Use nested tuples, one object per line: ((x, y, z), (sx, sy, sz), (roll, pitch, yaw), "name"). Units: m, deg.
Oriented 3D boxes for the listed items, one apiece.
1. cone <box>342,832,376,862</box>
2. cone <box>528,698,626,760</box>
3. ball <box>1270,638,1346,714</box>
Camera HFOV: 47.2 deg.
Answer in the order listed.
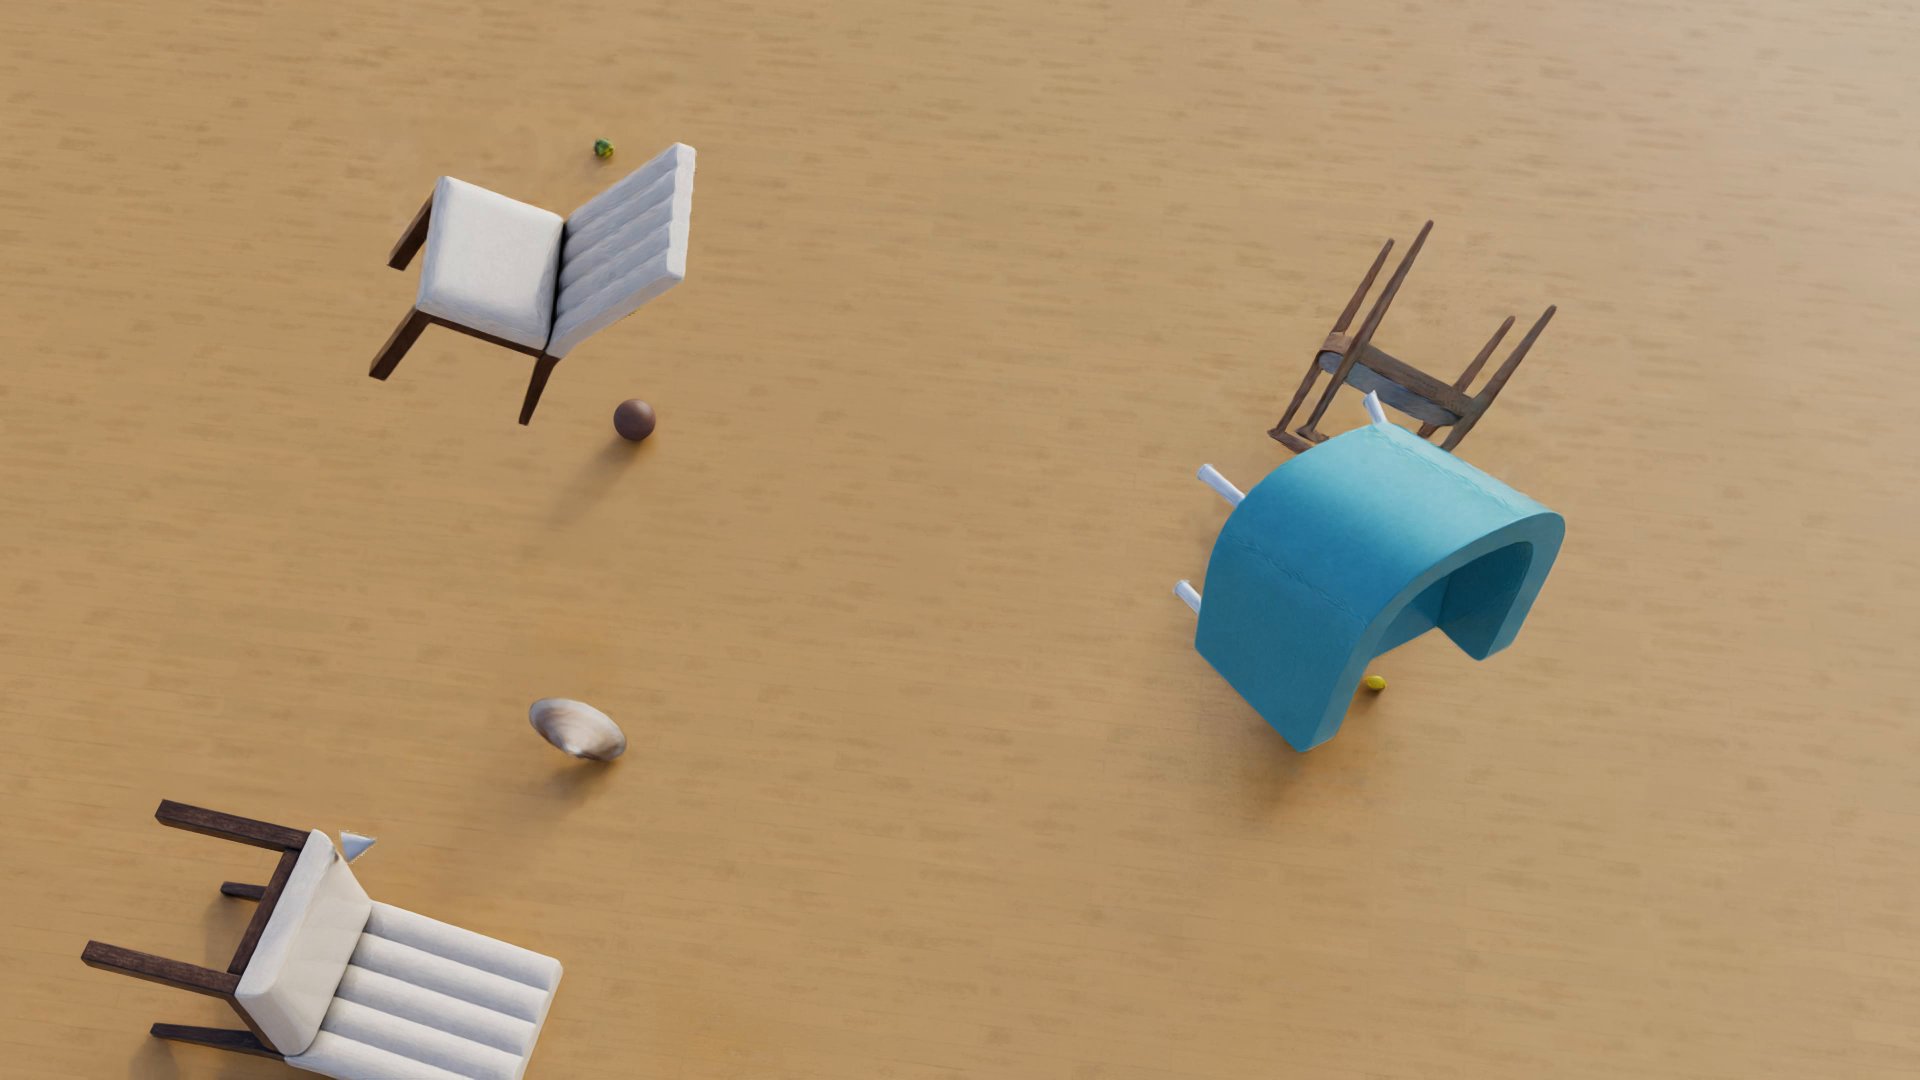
((-1.489, 0.754, 5.467), (0.078, 0.052, 0.079), (-13, 101, -6), "cone")
((-1.061, 0.556, 6.046), (0.290, 0.161, 0.163), (26, 18, -11), "cone")
((0.979, 0.384, 6.187), (0.214, 0.214, 0.214), (0, 56, 0), "ball")
